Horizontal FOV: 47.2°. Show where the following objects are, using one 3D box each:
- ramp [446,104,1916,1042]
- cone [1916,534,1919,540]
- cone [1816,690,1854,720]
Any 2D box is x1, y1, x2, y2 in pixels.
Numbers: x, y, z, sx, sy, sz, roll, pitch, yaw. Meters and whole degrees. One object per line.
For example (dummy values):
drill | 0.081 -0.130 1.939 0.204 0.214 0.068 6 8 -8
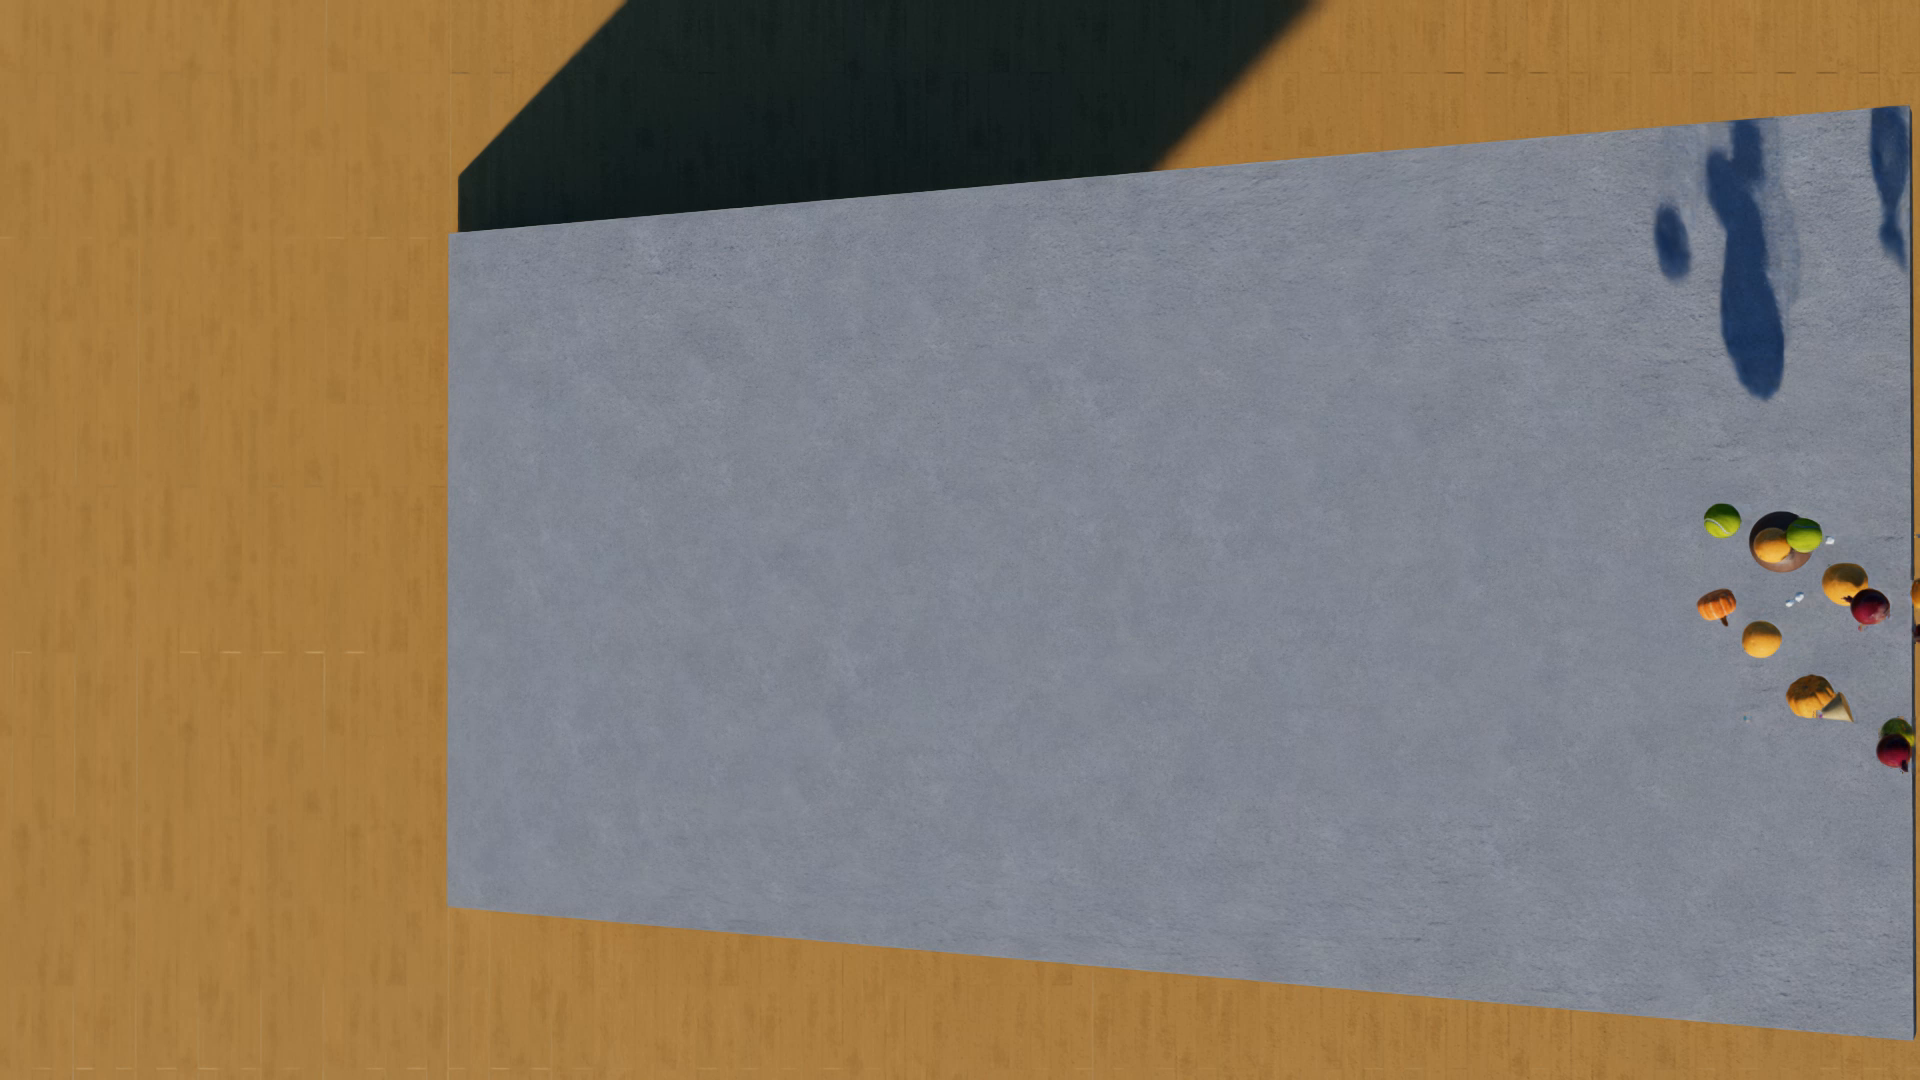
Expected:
ramp | 0.278 0.078 5.660 4.000 0.100 2.000 0 89 27
cone | 1.704 -0.012 3.778 0.079 0.079 0.079 38 114 0
cone | 1.621 0.320 4.094 0.060 0.060 0.060 -34 89 36
